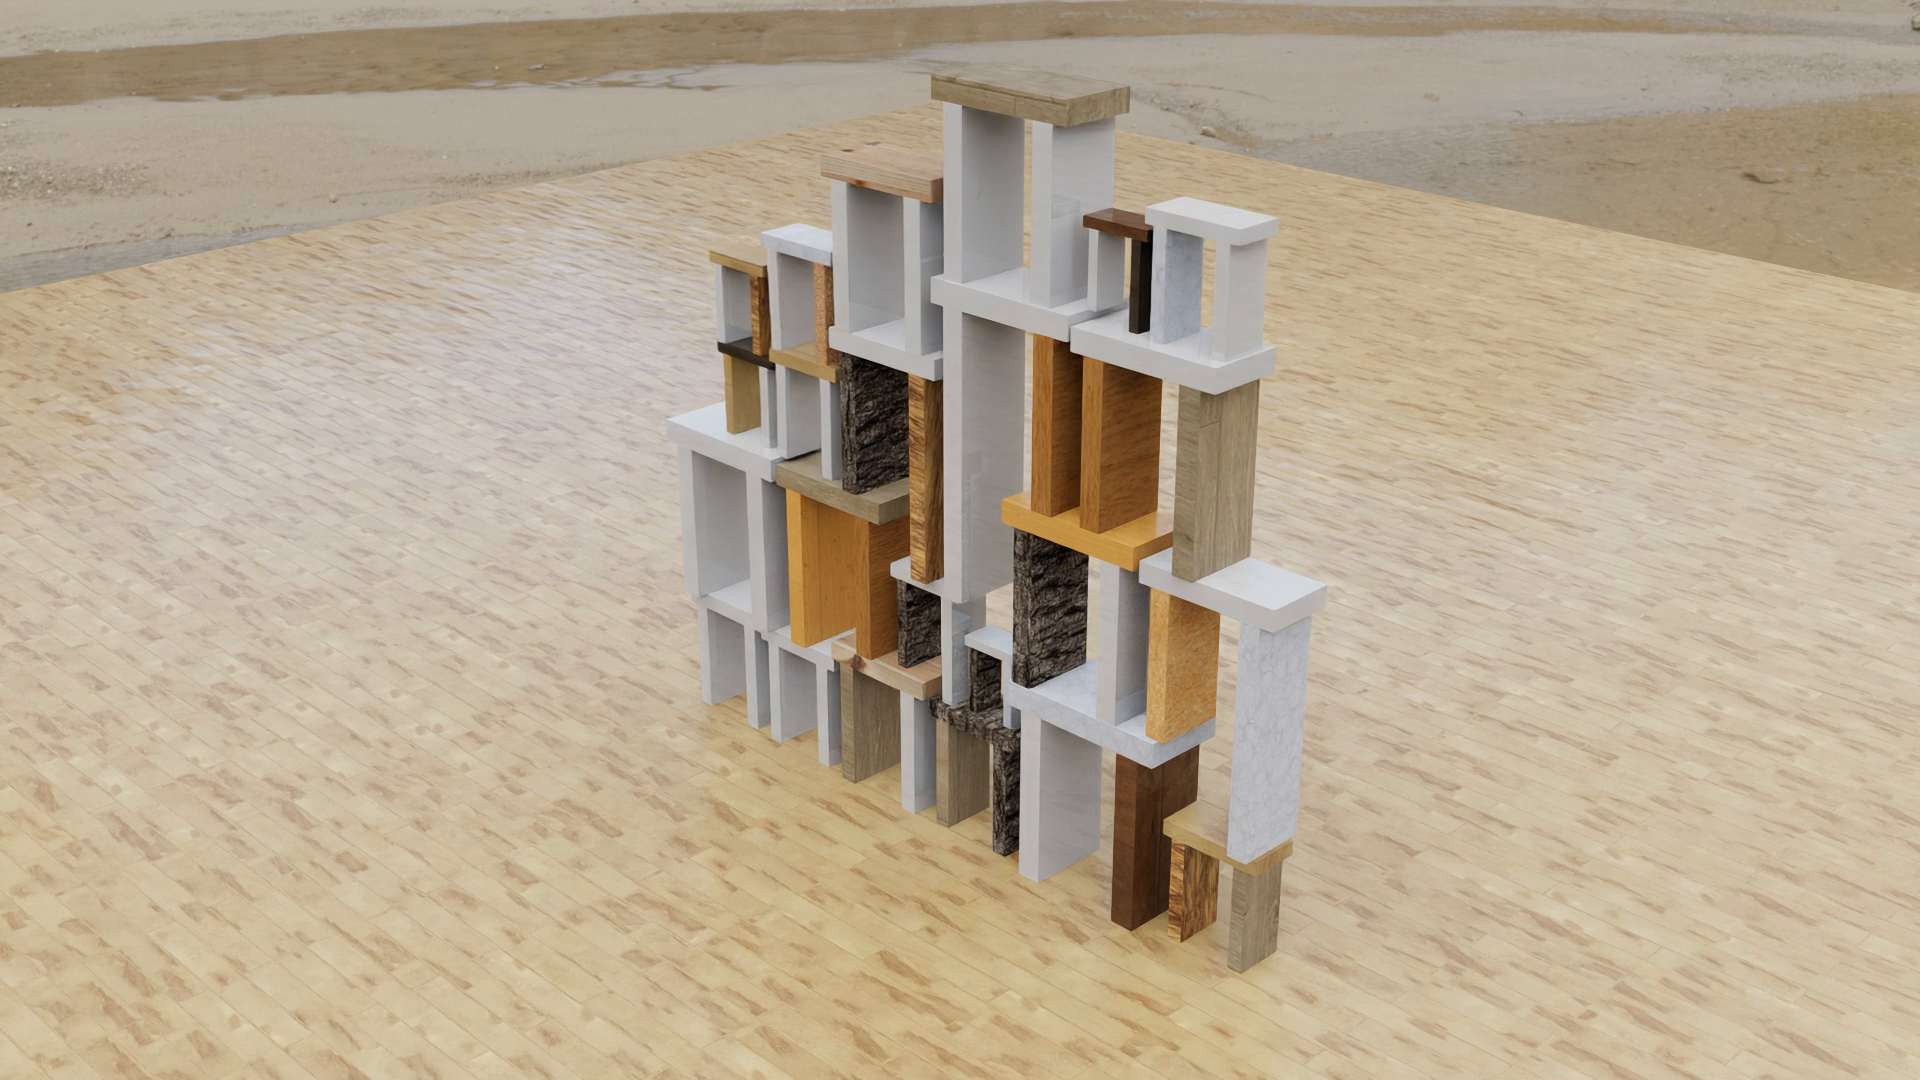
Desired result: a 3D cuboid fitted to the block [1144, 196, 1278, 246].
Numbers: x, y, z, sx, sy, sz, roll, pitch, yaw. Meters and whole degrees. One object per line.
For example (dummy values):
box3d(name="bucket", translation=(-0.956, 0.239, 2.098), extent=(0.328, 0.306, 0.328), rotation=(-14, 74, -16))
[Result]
box3d(name="block", translation=(0.407, -0.518, 3.565), extent=(0.099, 0.028, 0.197), rotation=(-21, 31, -41))

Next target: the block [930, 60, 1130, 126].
box3d(name="block", translation=(0.119, -0.768, 3.776), extent=(0.319, 0.045, 0.159), rotation=(21, 31, 41))

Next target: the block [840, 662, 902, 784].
box3d(name="block", translation=(-0.184, 0.360, 4.570), extent=(0.038, 0.267, 0.134), rotation=(21, 31, 41))

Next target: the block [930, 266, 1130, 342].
box3d(name="block", translation=(0.124, -0.428, 3.907), extent=(0.333, 0.047, 0.166), rotation=(21, 31, 40))

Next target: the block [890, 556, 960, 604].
box3d(name="block", translation=(-0.037, 0.071, 4.294), extent=(0.189, 0.027, 0.094), rotation=(21, 31, 40))

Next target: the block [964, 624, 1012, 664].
box3d(name="block", translation=(0.082, 0.202, 4.220), extent=(0.138, 0.020, 0.069), rotation=(21, 31, 41))

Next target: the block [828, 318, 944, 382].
box3d(name="block", translation=(-0.099, -0.370, 4.175), extent=(0.288, 0.041, 0.144), rotation=(21, 31, 40))

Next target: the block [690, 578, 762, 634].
box3d(name="block", translation=(-0.465, 0.133, 4.790), extent=(0.120, 0.034, 0.239), rotation=(-21, 31, -41))

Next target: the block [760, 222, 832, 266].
box3d(name="block", translation=(-0.283, -0.576, 4.284), extent=(0.203, 0.029, 0.102), rotation=(21, 31, 40))

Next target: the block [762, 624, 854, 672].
box3d(name="block", translation=(-0.300, 0.210, 4.634), extent=(0.115, 0.033, 0.230), rotation=(-22, 31, -40))

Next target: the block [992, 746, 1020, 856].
box3d(name="block", translation=(0.117, 0.491, 4.303), extent=(0.033, 0.235, 0.117), rotation=(21, 31, 41))

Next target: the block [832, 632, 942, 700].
box3d(name="block", translation=(-0.121, 0.244, 4.453), extent=(0.267, 0.038, 0.134), rotation=(21, 31, 41))

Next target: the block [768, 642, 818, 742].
box3d(name="block", translation=(-0.355, 0.310, 4.735), extent=(0.033, 0.230, 0.115), rotation=(21, 30, 41))

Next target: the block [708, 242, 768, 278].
box3d(name="block", translation=(-0.421, -0.566, 4.435), extent=(0.167, 0.024, 0.083), rotation=(22, 31, 40))

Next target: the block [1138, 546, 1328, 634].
box3d(name="block", translation=(0.464, 0.074, 3.755), extent=(0.291, 0.041, 0.145), rotation=(21, 31, 41))

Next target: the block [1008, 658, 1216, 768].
box3d(name="block", translation=(0.278, 0.310, 4.061), extent=(0.354, 0.050, 0.177), rotation=(21, 31, 41))

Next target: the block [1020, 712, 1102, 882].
box3d(name="block", translation=(0.194, 0.463, 4.216), extent=(0.050, 0.354, 0.177), rotation=(21, 31, 41))

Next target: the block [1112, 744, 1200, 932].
box3d(name="block", translation=(0.361, 0.528, 4.063), extent=(0.050, 0.354, 0.177), rotation=(21, 31, 41))

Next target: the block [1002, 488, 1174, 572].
box3d(name="block", translation=(0.242, -0.031, 3.941), extent=(0.313, 0.044, 0.157), rotation=(21, 31, 41))

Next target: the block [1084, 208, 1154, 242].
box3d(name="block", translation=(0.284, -0.530, 3.694), extent=(0.072, 0.020, 0.143), rotation=(-21, 31, -40))

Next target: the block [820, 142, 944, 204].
box3d(name="block", translation=(-0.104, -0.679, 4.049), extent=(0.292, 0.041, 0.146), rotation=(21, 31, 40))

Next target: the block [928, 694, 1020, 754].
box3d(name="block", translation=(0.062, 0.346, 4.301), extent=(0.235, 0.033, 0.117), rotation=(21, 31, 41))

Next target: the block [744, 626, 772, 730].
box3d(name="block", translation=(-0.409, 0.281, 4.792), extent=(0.034, 0.239, 0.120), rotation=(21, 31, 41))

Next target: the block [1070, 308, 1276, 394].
box3d(name="block", translation=(0.356, -0.321, 3.699), extent=(0.158, 0.045, 0.317), rotation=(-21, 31, -40))

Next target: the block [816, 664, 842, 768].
box3d(name="block", translation=(-0.246, 0.353, 4.635), extent=(0.115, 0.230, 0.033), rotation=(-21, 31, -41))

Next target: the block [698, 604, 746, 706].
box3d(name="block", translation=(-0.522, 0.237, 4.896), extent=(0.034, 0.239, 0.120), rotation=(21, 31, 41))

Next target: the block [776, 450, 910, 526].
box3d(name="block", translation=(-0.212, -0.112, 4.411), extent=(0.303, 0.043, 0.152), rotation=(21, 31, 40))

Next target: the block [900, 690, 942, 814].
box3d(name="block", translation=(-0.058, 0.409, 4.454), extent=(0.038, 0.267, 0.134), rotation=(21, 31, 41))

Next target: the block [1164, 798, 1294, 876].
box3d(name="block", translation=(0.479, 0.531, 3.933), extent=(0.210, 0.030, 0.105), rotation=(21, 31, 40))

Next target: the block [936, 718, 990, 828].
box3d(name="block", translation=(0.007, 0.448, 4.405), extent=(0.033, 0.235, 0.117), rotation=(21, 31, 41))

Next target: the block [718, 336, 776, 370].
box3d(name="block", translation=(-0.408, -0.388, 4.506), extent=(0.173, 0.024, 0.086), rotation=(21, 31, 41))

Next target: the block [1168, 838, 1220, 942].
box3d(name="block", translation=(0.429, 0.623, 4.025), extent=(0.030, 0.210, 0.105), rotation=(21, 31, 41))

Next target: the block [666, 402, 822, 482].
box3d(name="block", translation=(-0.443, -0.211, 4.622), extent=(0.171, 0.048, 0.341), rotation=(-22, 31, -40))

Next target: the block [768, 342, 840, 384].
box3d(name="block", translation=(-0.277, -0.358, 4.365), extent=(0.198, 0.028, 0.099), rotation=(21, 31, 41))
